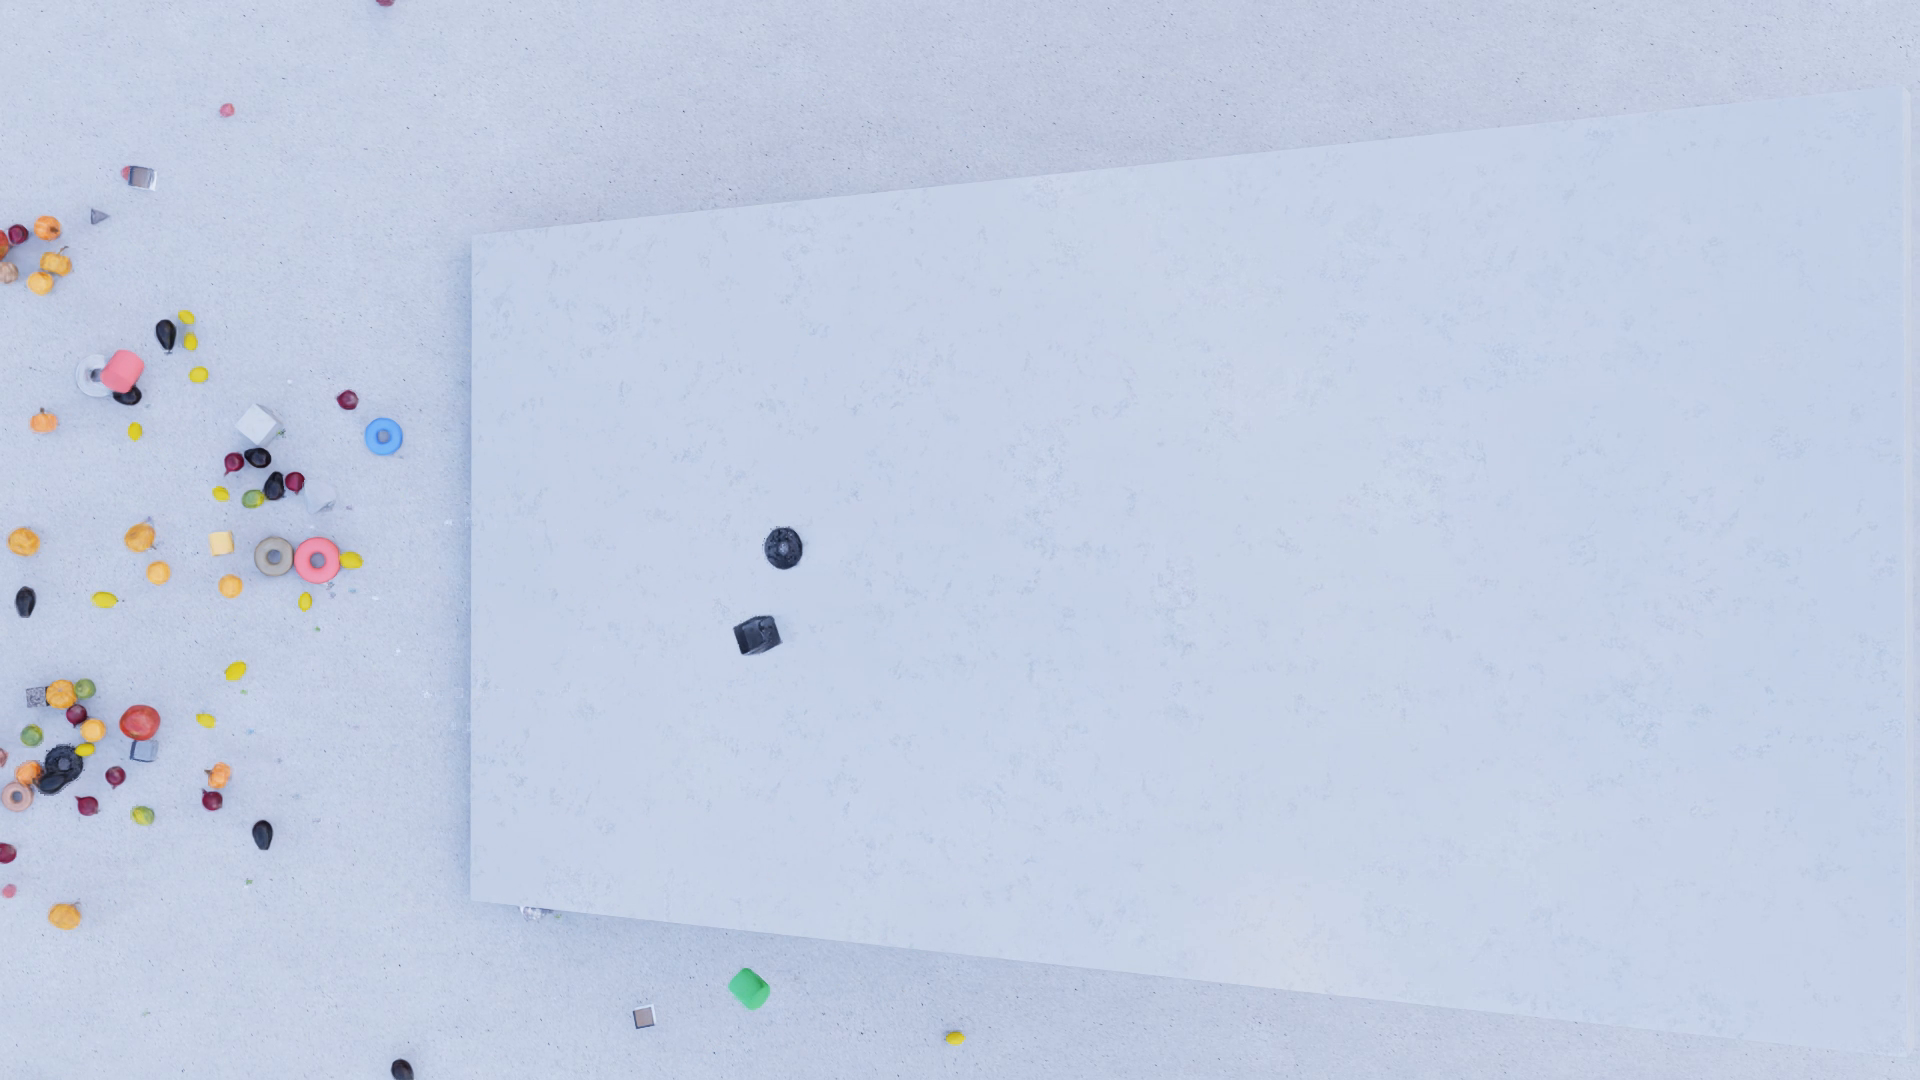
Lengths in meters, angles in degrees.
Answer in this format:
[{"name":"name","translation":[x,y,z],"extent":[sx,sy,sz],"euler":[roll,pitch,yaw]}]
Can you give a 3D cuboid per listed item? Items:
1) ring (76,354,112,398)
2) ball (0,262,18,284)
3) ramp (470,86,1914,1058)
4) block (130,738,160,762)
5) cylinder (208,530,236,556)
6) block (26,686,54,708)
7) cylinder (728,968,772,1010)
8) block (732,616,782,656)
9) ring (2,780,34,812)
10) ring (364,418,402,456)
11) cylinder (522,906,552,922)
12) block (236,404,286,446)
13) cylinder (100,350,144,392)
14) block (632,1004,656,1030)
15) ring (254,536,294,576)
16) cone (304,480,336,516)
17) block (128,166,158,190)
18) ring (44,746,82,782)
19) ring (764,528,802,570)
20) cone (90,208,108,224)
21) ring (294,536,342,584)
[{"name":"ring","translation":[-2.619,-0.499,6.678],"extent":[0.131,0.044,0.131],"euler":[0,89,-1]},{"name":"ball","translation":[-2.892,-0.812,6.669],"extent":[0.067,0.067,0.067],"euler":[0,89,0]},{"name":"ramp","translation":[0.264,0.073,5.609],"extent":[4.000,0.100,2.000],"euler":[0,89,31]},{"name":"block","translation":[-2.470,0.637,6.659],"extent":[0.060,0.060,0.060],"euler":[10,89,0]},{"name":"cylinder","translation":[-2.235,0.010,6.663],"extent":[0.065,0.065,0.065],"euler":[-11,93,0]},{"name":"block","translation":[-2.787,0.476,6.662],"extent":[0.058,0.058,0.058],"euler":[-5,89,0]},{"name":"cylinder","translation":[-0.600,1.281,6.277],"extent":[0.086,0.086,0.086],"euler":[36,90,28]},{"name":"block","translation":[-0.553,0.261,6.000],"extent":[0.082,0.082,0.082],"euler":[-26,76,29]},{"name":"ring","translation":[-2.860,0.778,6.673],"extent":[0.097,0.032,0.097],"euler":[0,91,0]},{"name":"ring","translation":[-1.750,-0.314,6.679],"extent":[0.116,0.039,0.116],"euler":[0,88,0]},{"name":"cylinder","translation":[-1.281,1.105,6.647],"extent":[0.077,0.077,0.077],"euler":[-24,90,-11]},{"name":"block","translation":[-2.117,-0.347,6.653],"extent":[0.090,0.090,0.090],"euler":[40,90,0]},{"name":"cylinder","translation":[-2.527,-0.509,6.631],"extent":[0.093,0.093,0.093],"euler":[17,52,0]},{"name":"block","translation":[-0.954,1.442,6.654],"extent":[0.056,0.056,0.056],"euler":[-11,89,0]},{"name":"ring","translation":[-2.081,0.050,6.675],"extent":[0.123,0.041,0.123],"euler":[0,91,0]},{"name":"cone","translation":[-1.957,-0.110,6.674],"extent":[0.100,0.100,0.100],"euler":[31,116,0]},{"name":"block","translation":[-2.482,-1.098,6.675],"extent":[0.061,0.061,0.061],"euler":[7,89,0]},{"name":"ring","translation":[-2.718,0.680,6.670],"extent":[0.116,0.039,0.116],"euler":[0,93,1]},{"name":"ring","translation":[-0.480,0.023,5.984],"extent":[0.116,0.039,0.116],"euler":[0,90,30]},{"name":"cone","translation":[-2.614,-0.986,6.692],"extent":[0.055,0.055,0.055],"euler":[-5,89,-27]},{"name":"ring","translation":[-1.949,0.062,6.672],"extent":[0.143,0.048,0.143],"euler":[0,90,-1]}]
